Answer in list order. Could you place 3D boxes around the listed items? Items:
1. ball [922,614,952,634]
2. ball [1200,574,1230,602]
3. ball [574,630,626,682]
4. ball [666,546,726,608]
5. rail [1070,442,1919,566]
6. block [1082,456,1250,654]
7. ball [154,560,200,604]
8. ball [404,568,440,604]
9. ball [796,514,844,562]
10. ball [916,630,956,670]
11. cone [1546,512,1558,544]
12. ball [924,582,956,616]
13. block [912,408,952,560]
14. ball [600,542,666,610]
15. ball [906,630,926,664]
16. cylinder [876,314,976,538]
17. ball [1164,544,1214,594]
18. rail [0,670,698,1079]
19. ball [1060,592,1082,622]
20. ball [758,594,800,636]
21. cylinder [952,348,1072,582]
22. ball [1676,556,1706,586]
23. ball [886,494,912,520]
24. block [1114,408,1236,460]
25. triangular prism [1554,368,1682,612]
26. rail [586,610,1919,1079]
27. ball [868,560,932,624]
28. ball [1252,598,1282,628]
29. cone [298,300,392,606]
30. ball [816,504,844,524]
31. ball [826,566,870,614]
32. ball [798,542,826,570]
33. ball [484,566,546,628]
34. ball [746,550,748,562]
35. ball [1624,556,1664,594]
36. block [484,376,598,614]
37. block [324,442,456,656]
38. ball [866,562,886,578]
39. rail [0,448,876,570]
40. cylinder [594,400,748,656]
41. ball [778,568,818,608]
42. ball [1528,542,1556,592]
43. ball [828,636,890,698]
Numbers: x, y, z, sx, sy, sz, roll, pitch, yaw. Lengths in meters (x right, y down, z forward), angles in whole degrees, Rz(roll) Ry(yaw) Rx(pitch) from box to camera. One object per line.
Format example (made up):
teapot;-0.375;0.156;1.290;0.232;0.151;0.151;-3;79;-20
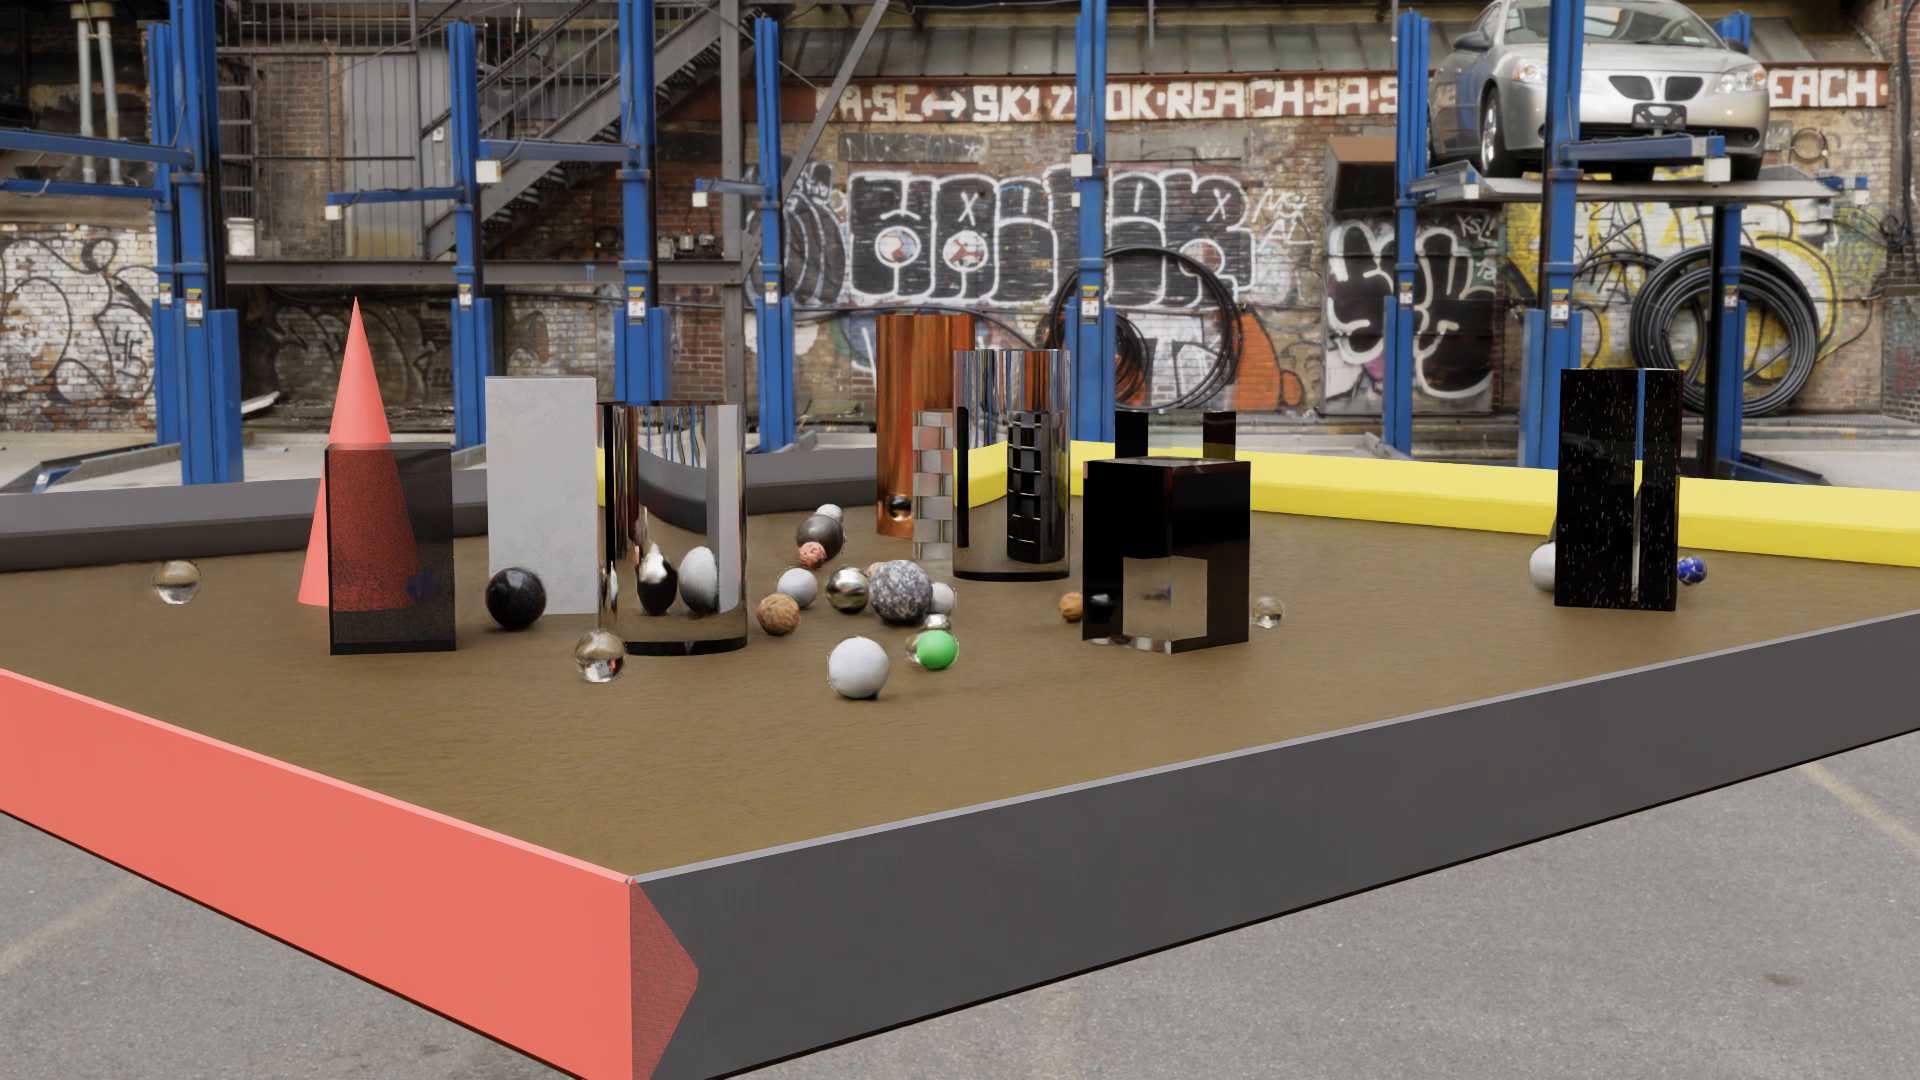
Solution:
ball;-0.031;0.119;2.948;0.041;0.041;0.041;0;6;0
ball;0.390;0.073;3.368;0.045;0.045;0.045;0;6;0
ball;-0.432;0.140;2.640;0.062;0.062;0.062;0;6;0
ball;-0.398;0.055;3.311;0.092;0.092;0.092;0;6;0
rail;1.136;-0.075;4.374;0.045;0.129;2.860;-5;8;-42
block;0.277;0.015;2.960;0.159;0.244;0.159;-6;8;-43
ball;-1.192;0.064;3.346;0.067;0.067;0.067;0;6;0
ball;-0.821;0.069;3.359;0.054;0.054;0.054;0;6;0
ball;-0.248;-0.003;3.900;0.086;0.086;0.086;0;6;0
ball;-0.029;0.137;2.732;0.050;0.050;0.050;0;6;0
cone;1.053;-0.095;3.626;0.198;0.325;0.198;0;6;0
ball;-0.033;0.088;3.181;0.053;0.053;0.053;0;6;0
block;0.011;-0.104;4.007;0.159;0.264;0.159;1;6;13
ball;-0.491;0.054;3.288;0.099;0.099;0.099;0;6;0
ball;-0.048;0.136;2.786;0.041;0.041;0.041;0;6;0
cylinder;-0.068;-0.231;4.398;0.198;0.436;0.198;0;6;0
ball;0.363;0.046;3.473;0.078;0.078;0.078;0;6;0
rail;-1.136;0.142;2.289;0.045;0.129;2.860;-5;8;-42
ball;0.164;0.096;3.163;0.042;0.042;0.042;0;6;0
ball;-0.250;0.102;3.023;0.058;0.058;0.058;0;6;0
cylinder;0.087;-0.129;3.696;0.198;0.379;0.198;0;6;0
ball;1.190;0.051;3.579;0.046;0.046;0.046;0;6;0
ball;-0.117;-0.064;4.298;0.053;0.053;0.053;0;6;0
block;0.401;-0.111;4.102;0.159;0.259;0.159;-4;7;-37
triangular prism;1.007;-0.082;3.350;0.172;0.358;0.149;2;6;20
rail;0.954;0.141;2.304;3.139;0.129;0.045;-5;8;-42
ball;-0.085;0.074;3.132;0.092;0.092;0.092;0;6;0
ball;0.434;0.102;3.100;0.042;0.042;0.042;0;6;0
cone;-0.927;-0.142;3.397;0.198;0.467;0.198;0;6;0
ball;-0.265;-0.046;4.450;0.056;0.056;0.056;0;6;0
ball;-0.164;0.074;3.242;0.070;0.070;0.070;0;6;0
ball;-0.255;0.027;3.791;0.048;0.048;0.048;0;6;0
ball;-0.625;0.081;3.096;0.086;0.086;0.086;0;6;0
ball;-0.390;0.027;3.729;0.061;0.061;0.061;0;6;0
ball;1.068;0.054;3.429;0.060;0.060;0.060;0;6;0
block;-0.627;-0.070;3.293;0.159;0.346;0.159;-1;6;-12
block;-0.757;0.007;2.931;0.159;0.266;0.159;-1;6;-13
ball;-0.123;0.060;3.460;0.052;0.052;0.052;0;6;0
rail;-0.954;-0.074;4.360;3.139;0.129;0.045;-5;8;-42
cylinder;-0.383;-0.020;2.923;0.198;0.323;0.198;0;6;0
ball;-0.243;0.072;3.299;0.060;0.060;0.060;0;6;0
ball;0.942;0.044;3.487;0.078;0.078;0.078;0;6;0
ball;-0.117;0.147;2.533;0.071;0.071;0.071;0;6;0
